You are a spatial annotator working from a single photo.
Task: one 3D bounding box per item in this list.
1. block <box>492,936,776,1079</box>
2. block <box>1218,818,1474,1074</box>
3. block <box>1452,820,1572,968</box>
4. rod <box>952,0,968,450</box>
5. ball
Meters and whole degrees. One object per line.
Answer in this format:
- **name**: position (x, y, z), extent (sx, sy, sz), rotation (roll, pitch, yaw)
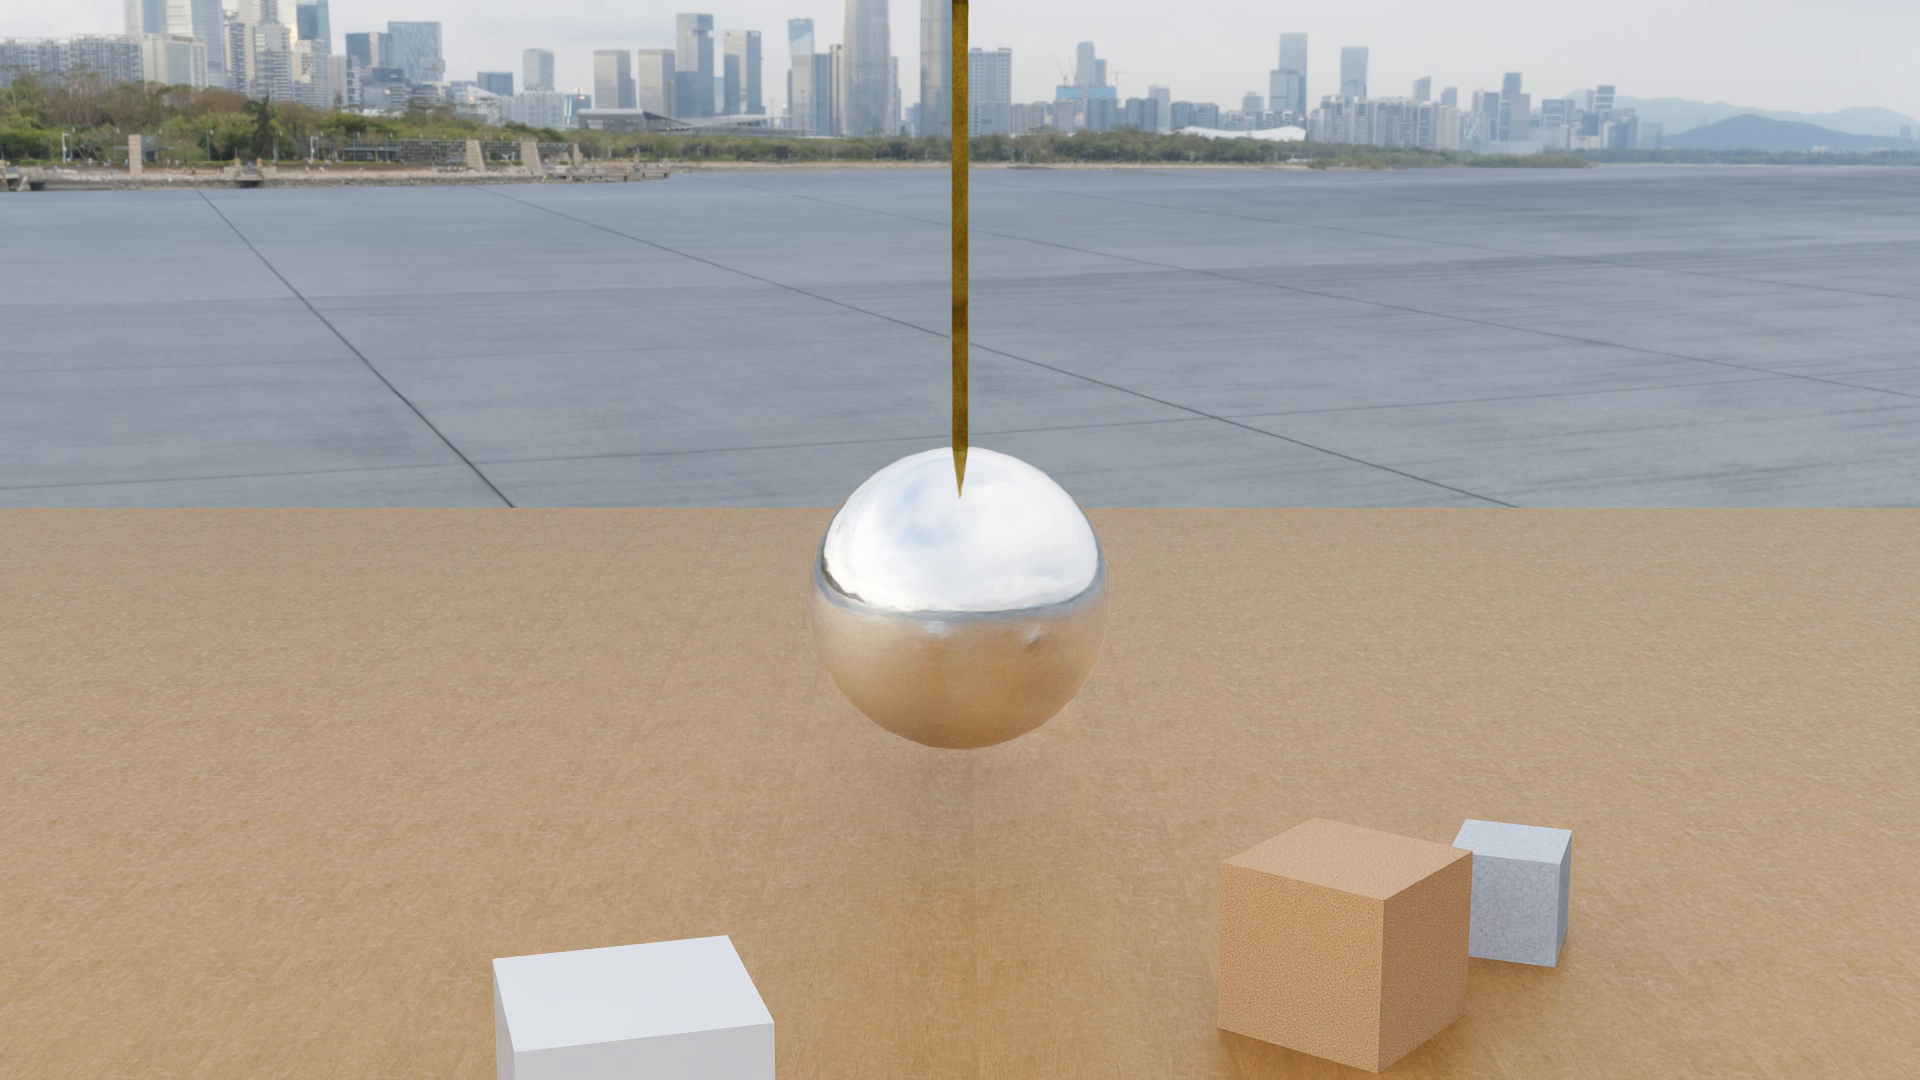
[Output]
- **block**: position (-1.109, 1.850, 7.410), extent (0.823, 0.708, 0.824), rotation (-3, 11, -16)
- **block**: position (1.546, 1.601, 8.823), extent (0.716, 0.692, 0.749), rotation (8, 13, 38)
- **block**: position (2.429, 1.553, 9.726), extent (0.468, 0.465, 0.498), rotation (4, 11, 21)
- **rod**: position (0.000, -2.993, 10.811), extent (0.080, 5.200, 0.080), rotation (0, 14, 0)
- **ball**: position (0.000, 0.304, 11.639), extent (1.600, 1.600, 1.600), rotation (0, 10, 0)
